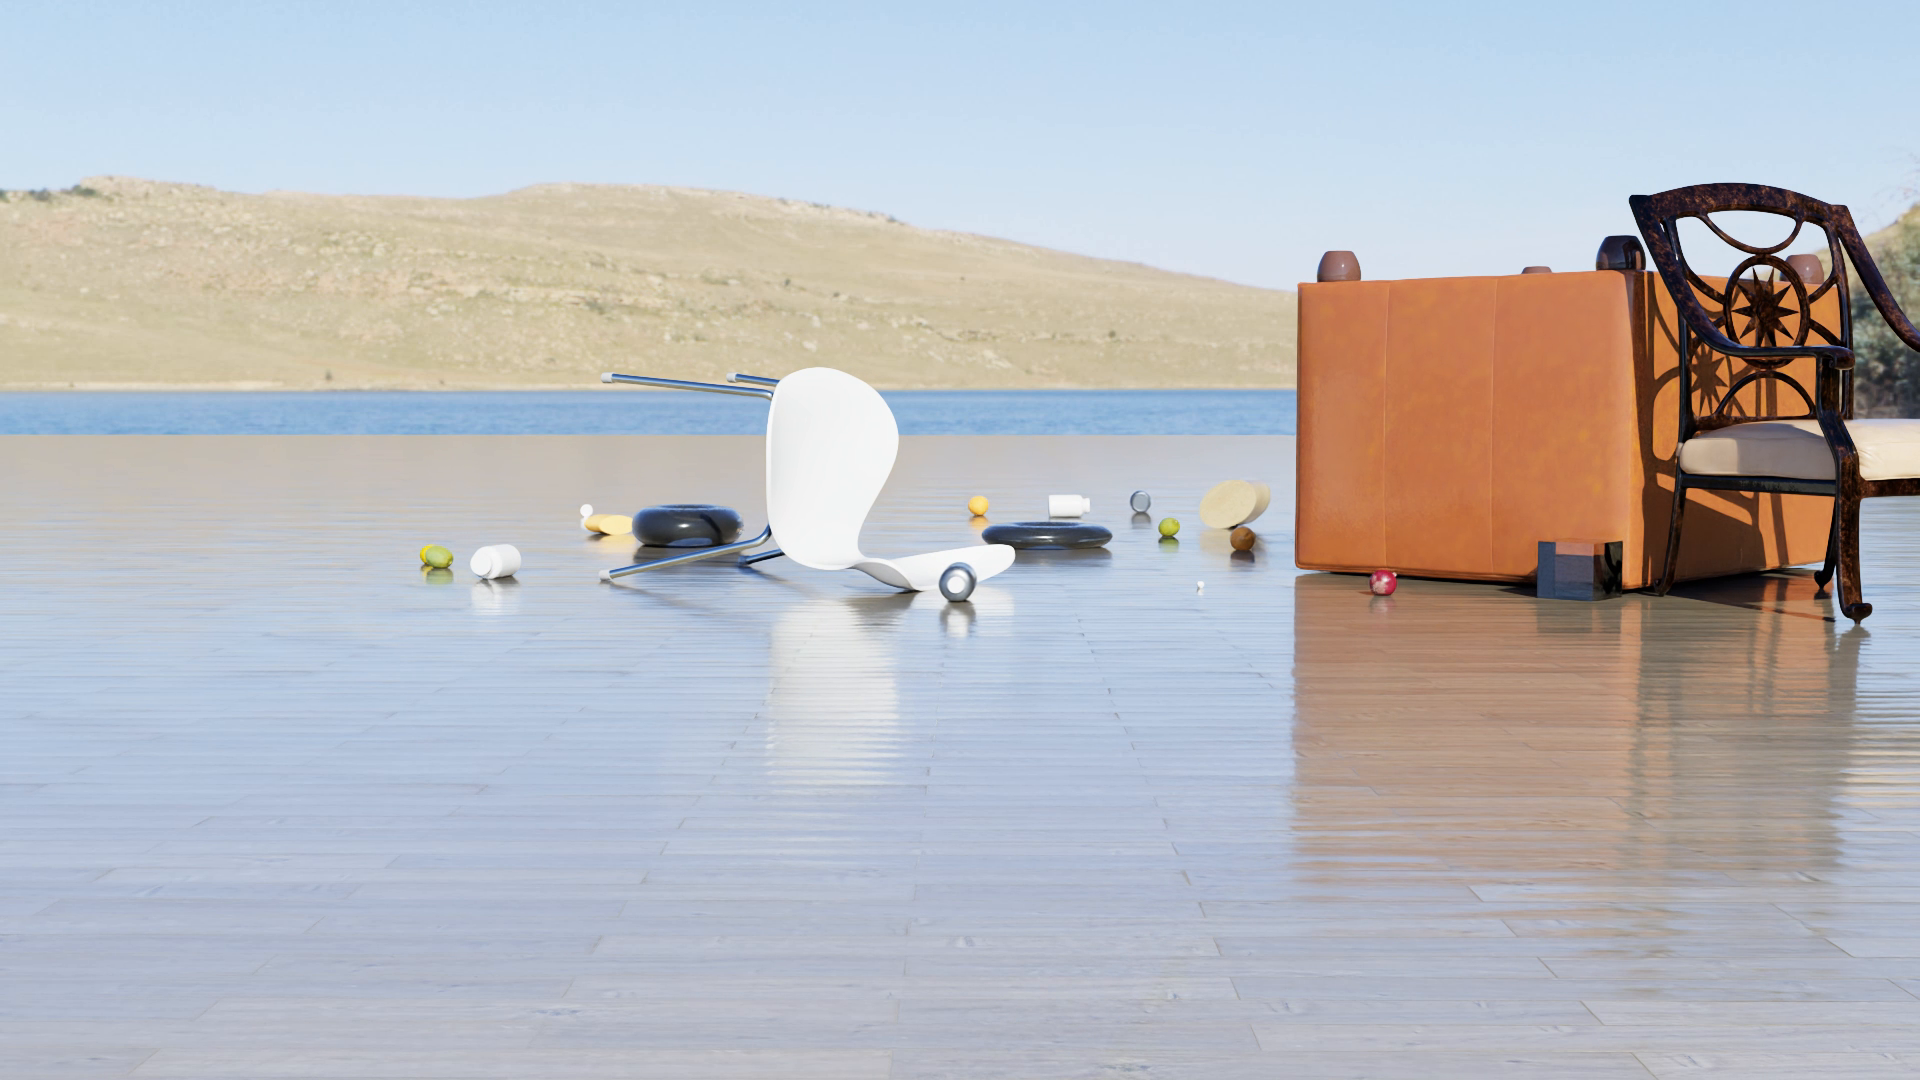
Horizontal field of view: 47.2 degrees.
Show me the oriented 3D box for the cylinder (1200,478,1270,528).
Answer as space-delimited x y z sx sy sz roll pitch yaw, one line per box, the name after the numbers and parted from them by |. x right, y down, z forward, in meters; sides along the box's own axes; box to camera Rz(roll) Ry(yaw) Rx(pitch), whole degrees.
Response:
0.893 -0.120 7.132 0.205 0.143 0.144 -29 -10 26 | cylinder

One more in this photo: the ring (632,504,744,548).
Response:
-0.792 -0.044 6.401 0.324 0.109 0.506 1 3 -1 | ring

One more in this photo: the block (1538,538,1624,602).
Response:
1.335 0.063 4.735 0.128 0.122 0.141 3 5 41 | block

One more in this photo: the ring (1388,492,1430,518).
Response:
1.559 -0.120 7.636 0.150 0.094 0.078 -15 15 -13 | ring

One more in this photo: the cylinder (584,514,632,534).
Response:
-1.087 -0.049 6.830 0.130 0.058 0.092 -2 4 -40 | cylinder

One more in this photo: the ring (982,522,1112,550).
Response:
0.248 -0.013 6.263 0.389 0.066 0.314 -1 5 -24 | ring
